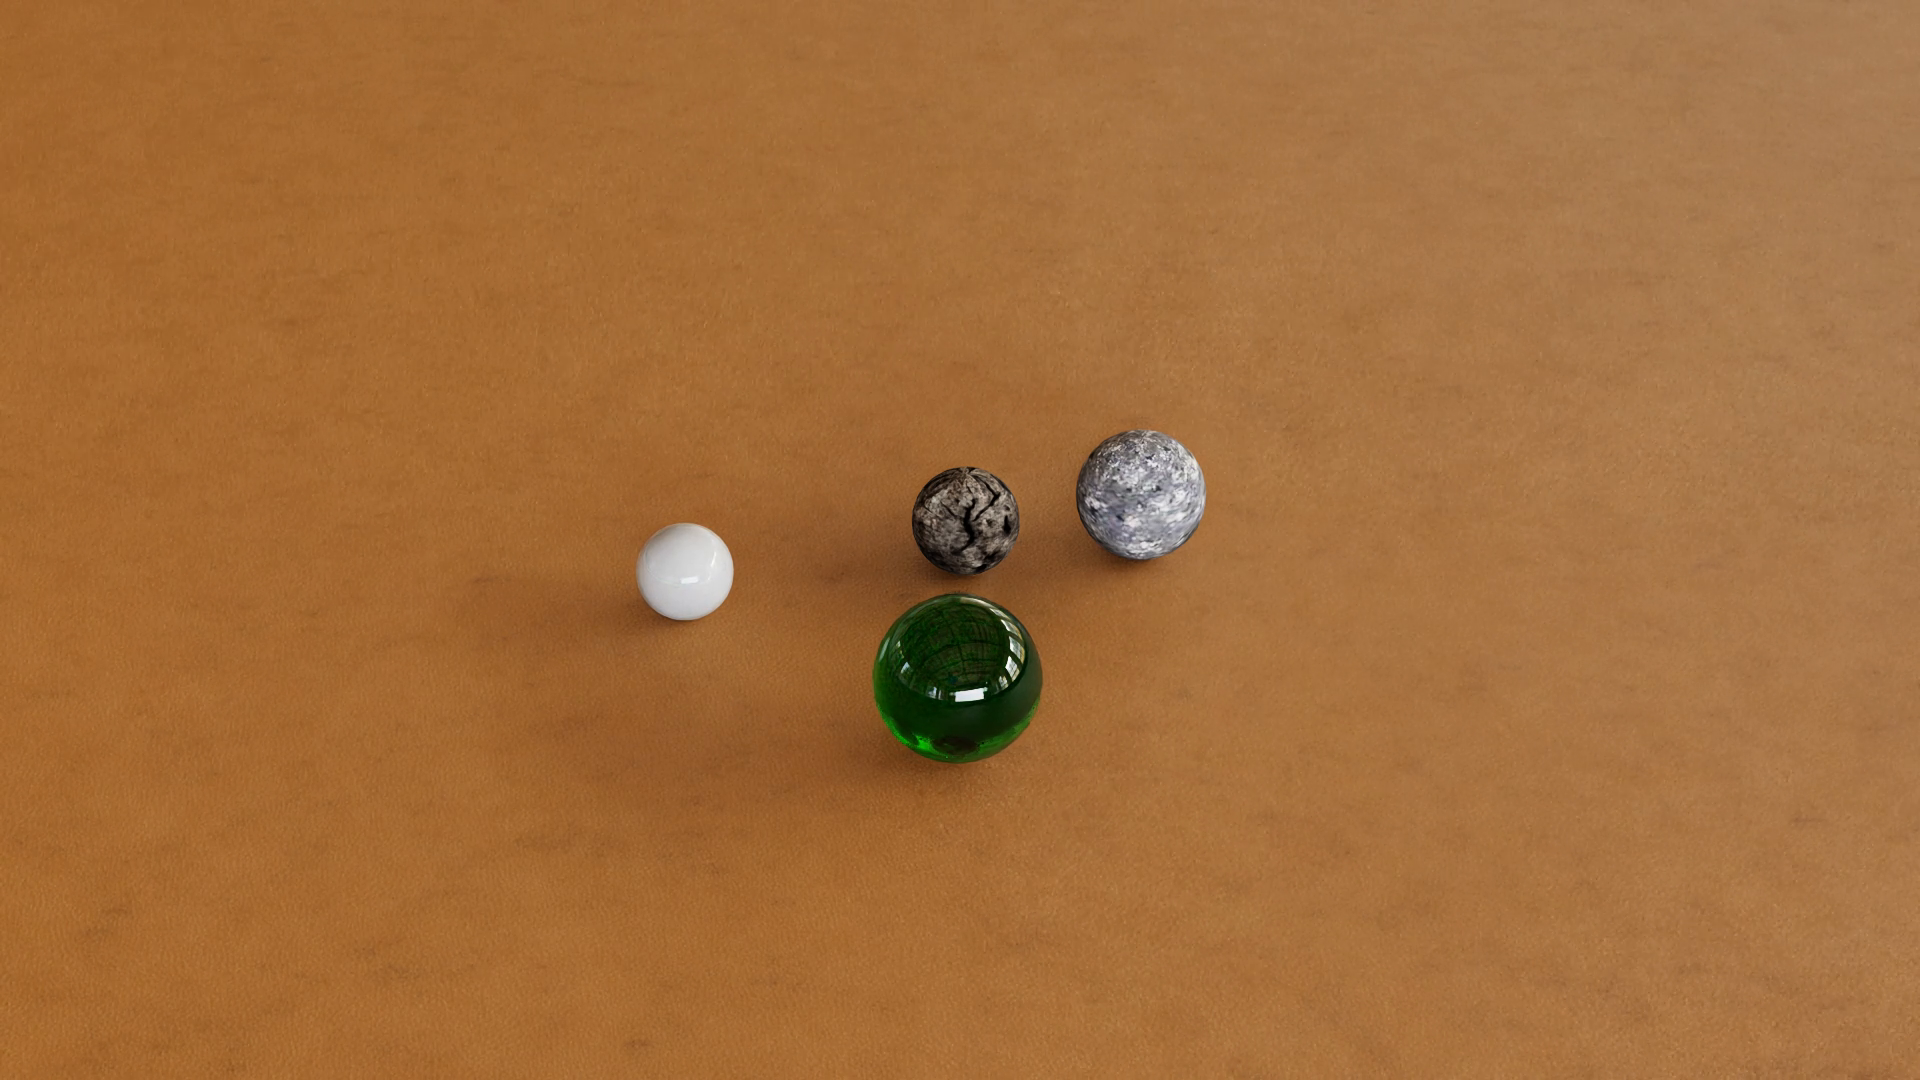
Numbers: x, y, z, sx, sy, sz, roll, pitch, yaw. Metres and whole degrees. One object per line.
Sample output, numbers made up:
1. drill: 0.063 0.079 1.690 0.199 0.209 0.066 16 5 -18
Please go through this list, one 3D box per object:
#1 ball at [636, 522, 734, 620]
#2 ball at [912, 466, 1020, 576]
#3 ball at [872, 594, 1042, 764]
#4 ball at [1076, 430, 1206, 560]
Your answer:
1. ball: -0.145 0.017 1.550 0.052 0.052 0.052 0 31 0
2. ball: 0.003 -0.010 1.588 0.059 0.059 0.059 0 31 0
3. ball: -0.001 0.068 1.437 0.083 0.083 0.083 0 31 0
4. ball: 0.098 -0.025 1.599 0.071 0.071 0.071 0 31 0
